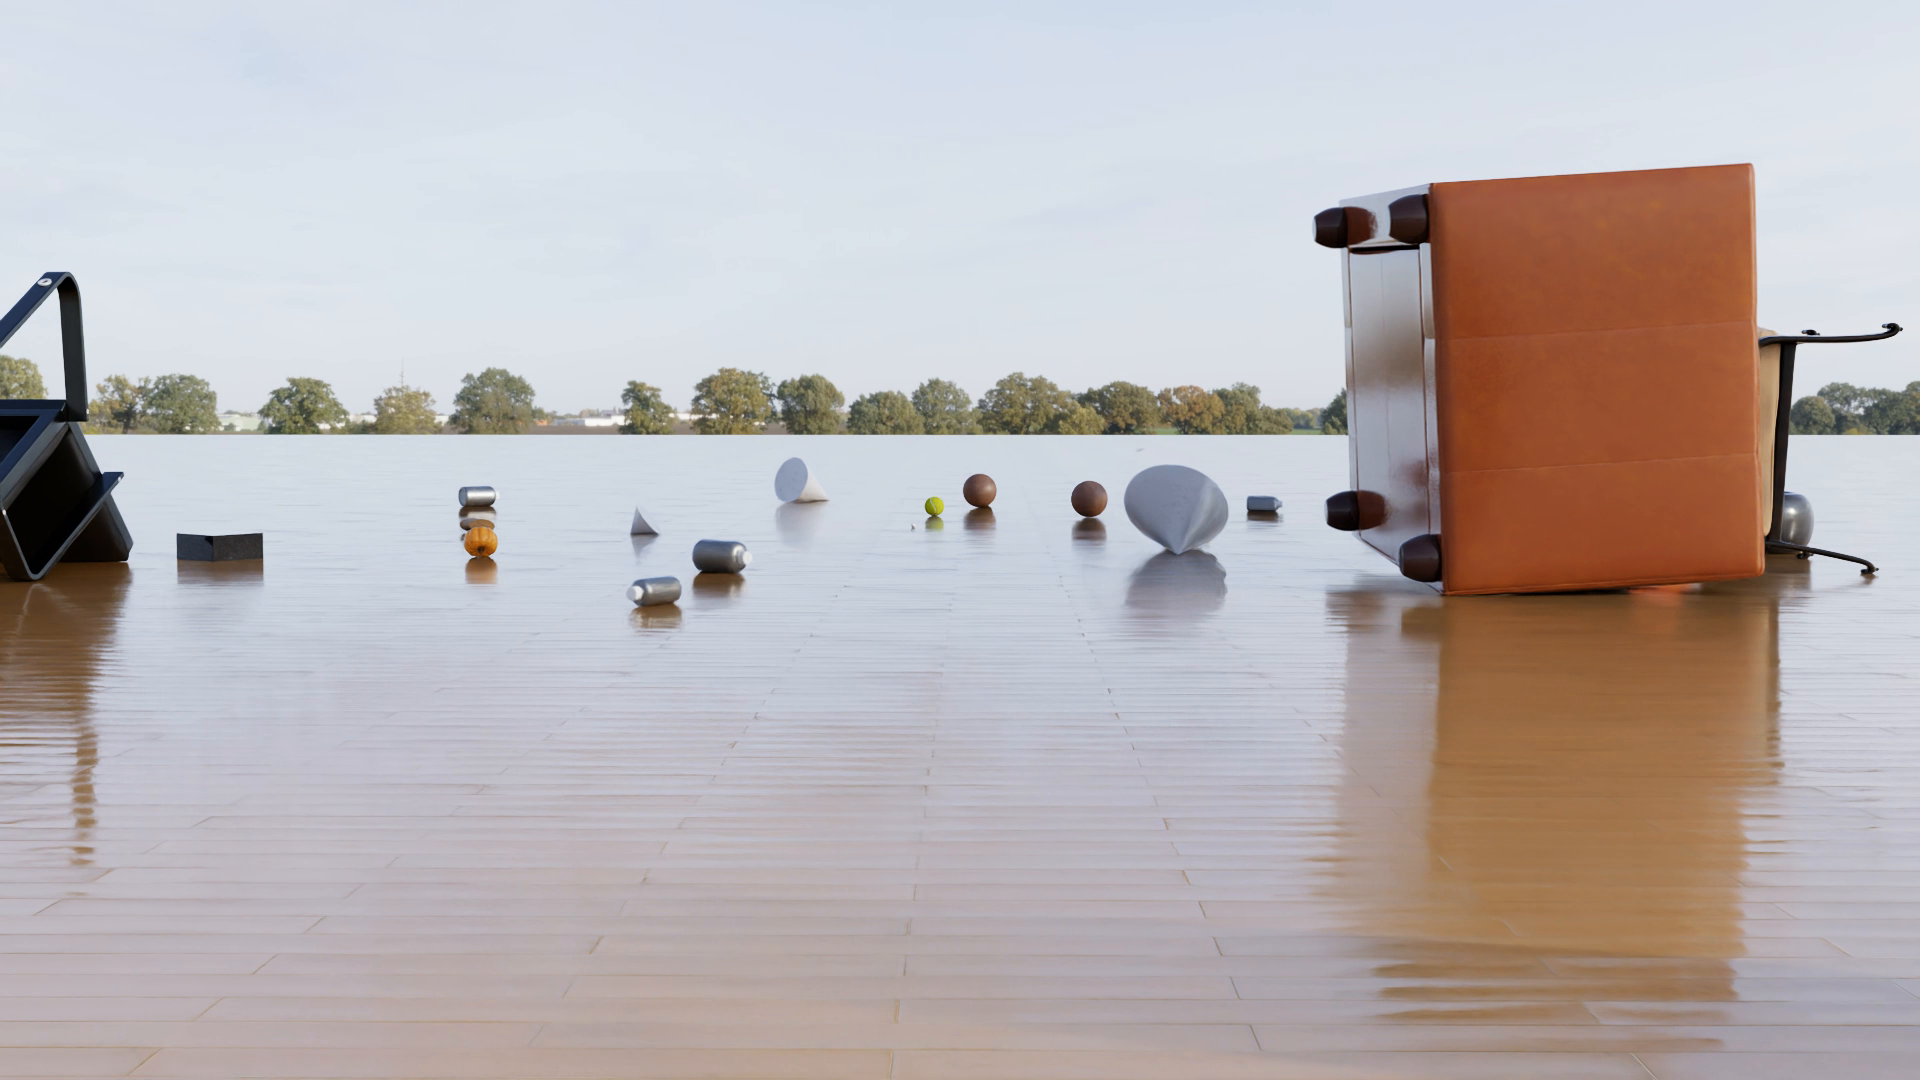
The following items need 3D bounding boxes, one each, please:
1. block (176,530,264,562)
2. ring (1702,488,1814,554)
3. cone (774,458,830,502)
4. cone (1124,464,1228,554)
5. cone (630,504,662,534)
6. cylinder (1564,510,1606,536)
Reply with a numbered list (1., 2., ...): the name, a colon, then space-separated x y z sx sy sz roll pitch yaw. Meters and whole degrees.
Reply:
1. block: -1.962 0.015 5.830 0.169 0.068 0.150 3 5 38
2. ring: 2.203 -0.051 6.072 0.311 0.169 0.265 0 6 -19
3. cone: -0.598 -0.199 8.798 0.223 0.180 0.211 28 16 -42
4. cone: 0.597 -0.027 6.050 0.309 0.264 0.230 33 31 -18
5. cone: -0.992 -0.041 6.803 0.076 0.119 0.140 -38 13 4
6. cylinder: 1.578 -0.042 5.551 0.071 0.062 0.093 -2 -1 -7
